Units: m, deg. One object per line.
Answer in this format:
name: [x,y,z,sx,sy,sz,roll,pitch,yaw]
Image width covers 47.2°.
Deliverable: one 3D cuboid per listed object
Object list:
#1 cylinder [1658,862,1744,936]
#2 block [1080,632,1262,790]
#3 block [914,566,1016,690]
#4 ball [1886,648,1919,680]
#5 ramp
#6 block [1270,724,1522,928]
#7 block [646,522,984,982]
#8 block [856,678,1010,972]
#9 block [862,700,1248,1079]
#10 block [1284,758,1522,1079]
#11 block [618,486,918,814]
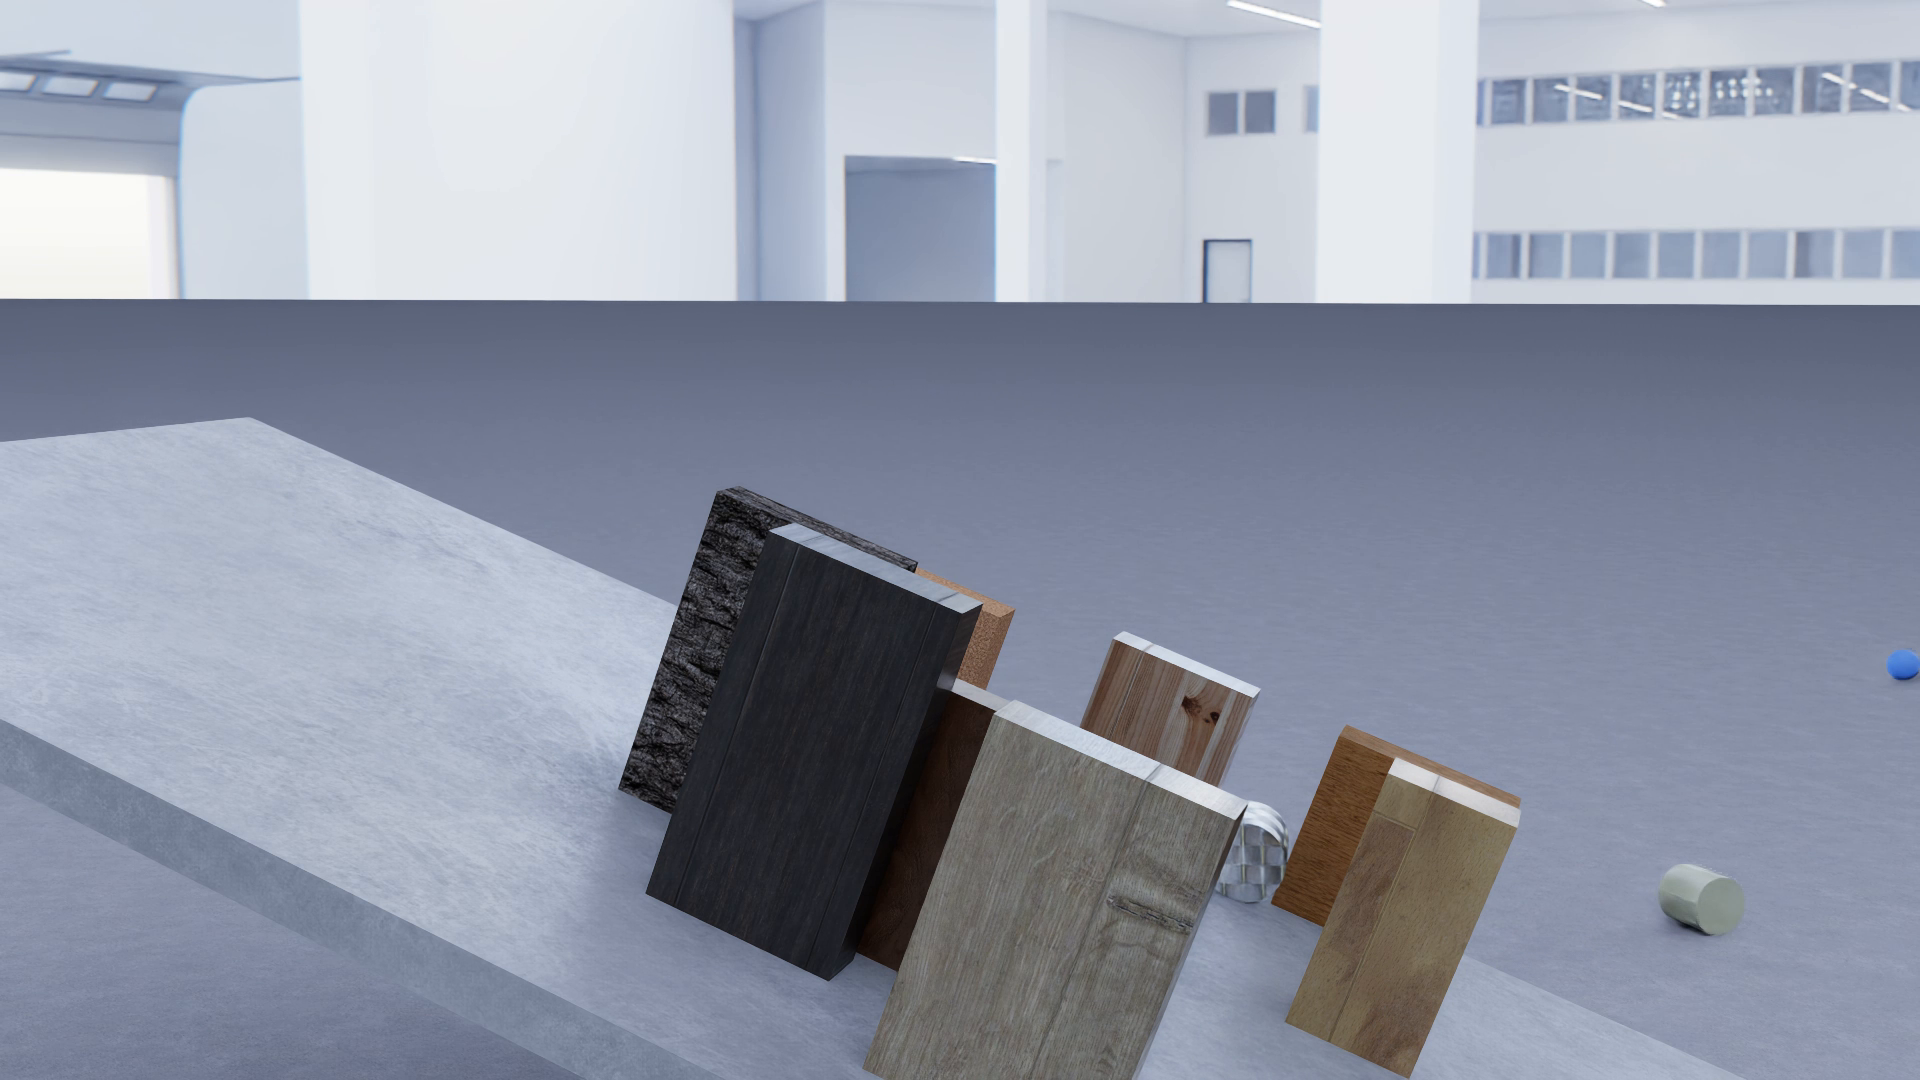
cylinder: [2.102,1.018,6.238,0.166,0.166,0.166,-2,7,-20]
block: [0.352,0.481,4.308,0.292,0.527,0.093,23,13,13]
block: [-0.134,0.270,4.756,0.377,0.403,0.123,23,13,13]
ball: [4.316,0.570,10.064,0.143,0.143,0.143,0,7,0]
ramp: [-0.329,0.600,4.208,4.000,0.100,2.000,23,13,13]
block: [0.930,0.666,4.703,0.396,0.402,0.121,23,13,13]
block: [-0.245,0.348,3.636,0.349,0.662,0.119,23,13,13]
block: [-0.022,0.499,3.729,0.284,0.493,0.085,23,13,13]
block: [0.139,0.597,3.303,0.384,0.600,0.115,23,13,13]
block: [0.825,0.703,4.101,0.247,0.521,0.137,23,13,13]
block: [-0.356,0.252,4.029,0.371,0.599,0.103,23,13,13]
